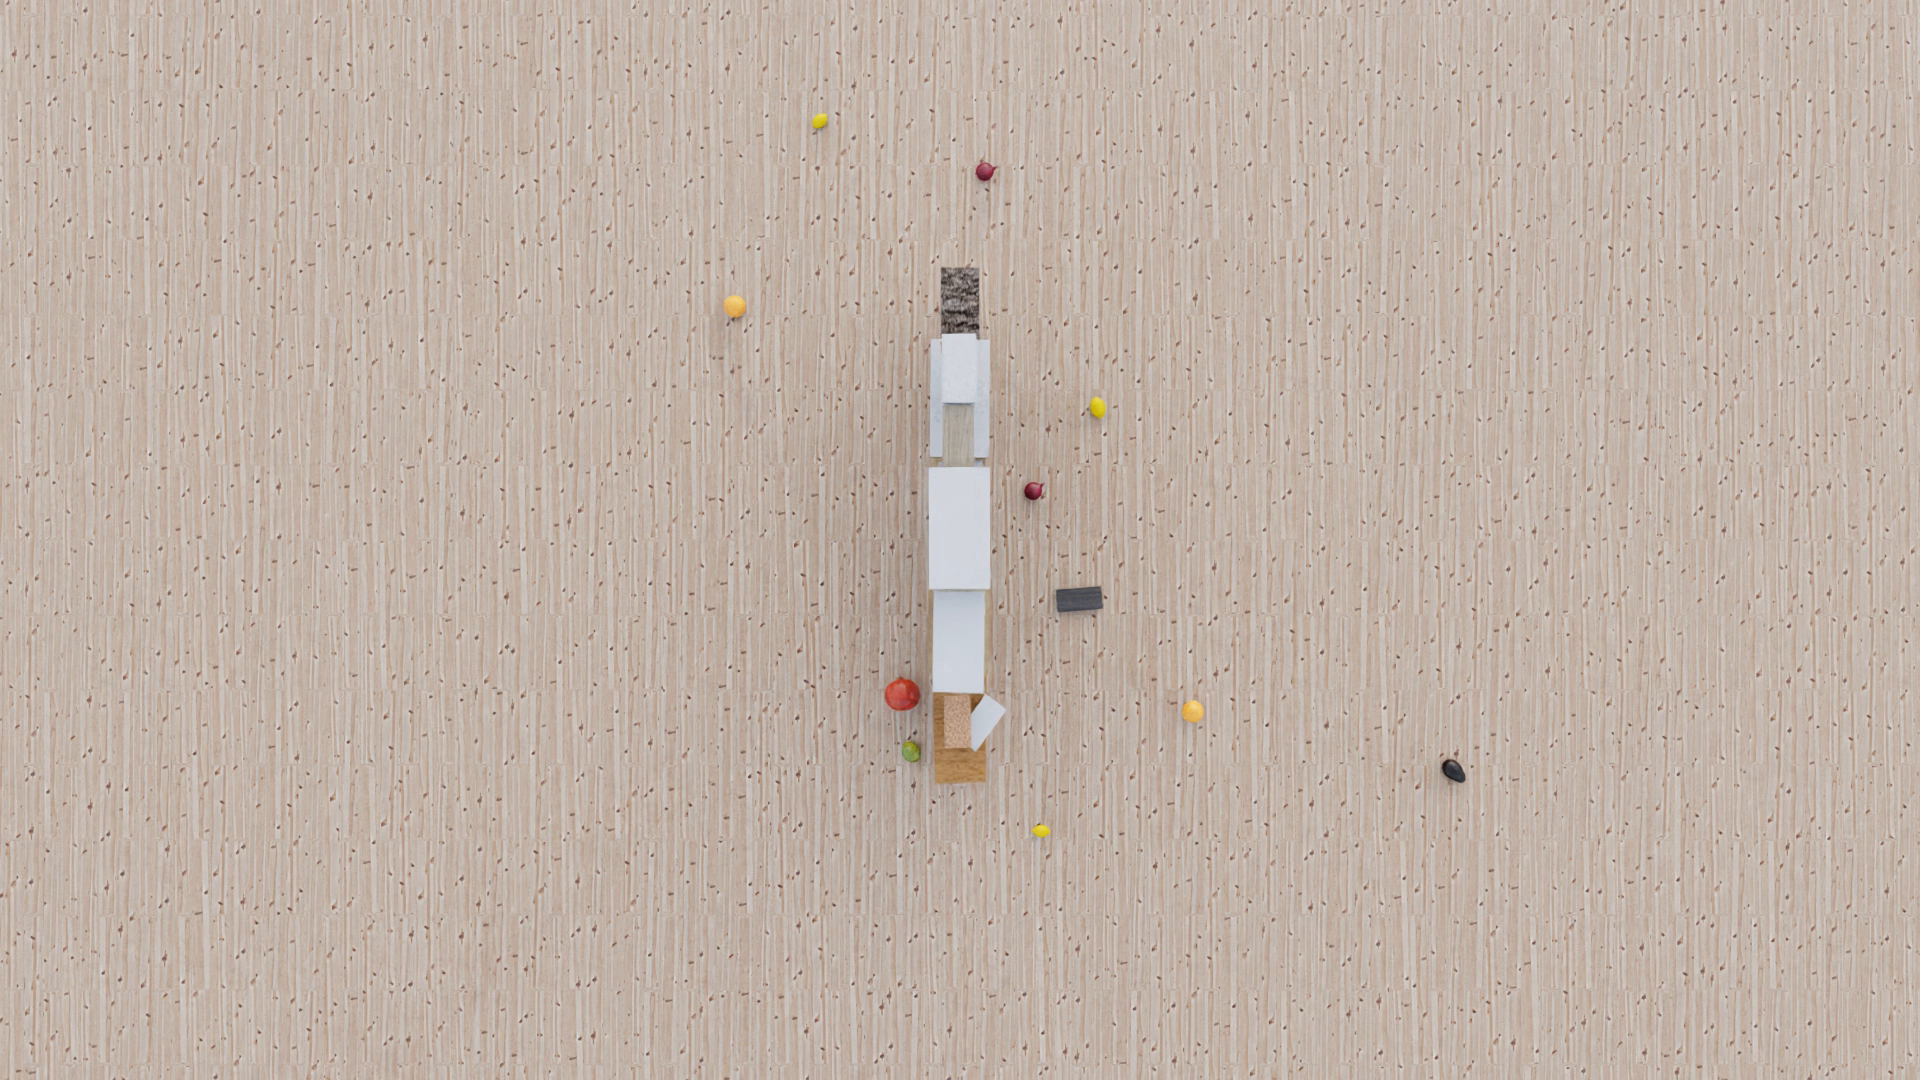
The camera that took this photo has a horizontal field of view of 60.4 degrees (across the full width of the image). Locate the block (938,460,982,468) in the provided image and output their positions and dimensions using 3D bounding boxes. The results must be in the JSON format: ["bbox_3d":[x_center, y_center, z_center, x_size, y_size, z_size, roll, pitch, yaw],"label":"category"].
[{"bbox_3d":[0.007,-0.102,4.847,0.130,0.037,0.260,-3,89,0],"label":"block"}]

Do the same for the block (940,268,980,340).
[{"bbox_3d":[0.000,-0.704,4.969,0.116,0.033,0.231,0,90,0],"label":"block"}]

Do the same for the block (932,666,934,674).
[{"bbox_3d":[-0.006,0.364,4.602,0.136,0.272,0.039,0,91,0],"label":"block"}]

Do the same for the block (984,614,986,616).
[{"bbox_3d":[-0.001,0.185,4.602,0.136,0.272,0.039,-2,91,0],"label":"block"}]

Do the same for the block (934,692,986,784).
[{"bbox_3d":[-0.001,0.558,4.820,0.149,0.042,0.299,-1,90,0],"label":"block"}]

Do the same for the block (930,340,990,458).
[{"bbox_3d":[0.000,-0.408,4.766,0.169,0.048,0.338,1,90,0],"label":"block"}]

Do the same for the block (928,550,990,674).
[{"bbox_3d":[-0.003,0.207,4.764,0.176,0.050,0.353,0,90,0],"label":"block"}]

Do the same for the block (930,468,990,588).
[{"bbox_3d":[-0.001,-0.032,4.393,0.161,0.046,0.322,0,90,0],"label":"block"}]

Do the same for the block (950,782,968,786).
[{"bbox_3d":[-0.005,0.792,5.441,0.059,0.118,0.017,0,90,0],"label":"block"}]

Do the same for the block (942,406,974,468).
[{"bbox_3d":[-0.005,-0.284,4.554,0.088,0.025,0.175,0,90,0],"label":"block"}]

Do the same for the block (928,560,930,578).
[{"bbox_3d":[-0.003,0.078,4.578,0.161,0.322,0.046,0,90,0],"label":"block"}]

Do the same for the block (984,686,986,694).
[{"bbox_3d":[0.000,0.450,4.991,0.149,0.299,0.042,0,94,0],"label":"block"}]

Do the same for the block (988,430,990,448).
[{"bbox_3d":[0.000,-0.294,4.958,0.169,0.337,0.048,0,90,0],"label":"block"}]

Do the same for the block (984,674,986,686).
[{"bbox_3d":[0.004,0.494,5.164,0.157,0.044,0.314,0,90,0],"label":"block"}]

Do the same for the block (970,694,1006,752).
[{"bbox_3d":[0.060,0.530,4.788,0.075,0.021,0.150,36,90,0],"label":"block"}]

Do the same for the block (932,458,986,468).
[{"bbox_3d":[-0.002,-0.235,5.150,0.163,0.046,0.327,0,90,0],"label":"block"}]

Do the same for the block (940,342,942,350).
[{"bbox_3d":[-0.006,-0.539,4.647,0.095,0.189,0.027,-7,90,0],"label":"block"}]

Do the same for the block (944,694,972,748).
[{"bbox_3d":[-0.007,0.525,4.771,0.075,0.021,0.150,-3,82,10],"label":"block"}]

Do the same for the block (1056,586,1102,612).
[{"bbox_3d":[0.397,0.197,5.489,0.150,0.021,0.075,-4,90,0],"label":"block"}]

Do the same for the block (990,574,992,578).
[{"bbox_3d":[0.001,0.099,4.986,0.176,0.395,0.050,-7,90,0],"label":"block"}]

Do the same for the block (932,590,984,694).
[{"bbox_3d":[-0.004,0.275,4.447,0.136,0.039,0.272,1,90,0],"label":"block"}]

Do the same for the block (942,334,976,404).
[{"bbox_3d":[-0.003,-0.471,4.539,0.095,0.027,0.189,0,90,0],"label":"block"}]
